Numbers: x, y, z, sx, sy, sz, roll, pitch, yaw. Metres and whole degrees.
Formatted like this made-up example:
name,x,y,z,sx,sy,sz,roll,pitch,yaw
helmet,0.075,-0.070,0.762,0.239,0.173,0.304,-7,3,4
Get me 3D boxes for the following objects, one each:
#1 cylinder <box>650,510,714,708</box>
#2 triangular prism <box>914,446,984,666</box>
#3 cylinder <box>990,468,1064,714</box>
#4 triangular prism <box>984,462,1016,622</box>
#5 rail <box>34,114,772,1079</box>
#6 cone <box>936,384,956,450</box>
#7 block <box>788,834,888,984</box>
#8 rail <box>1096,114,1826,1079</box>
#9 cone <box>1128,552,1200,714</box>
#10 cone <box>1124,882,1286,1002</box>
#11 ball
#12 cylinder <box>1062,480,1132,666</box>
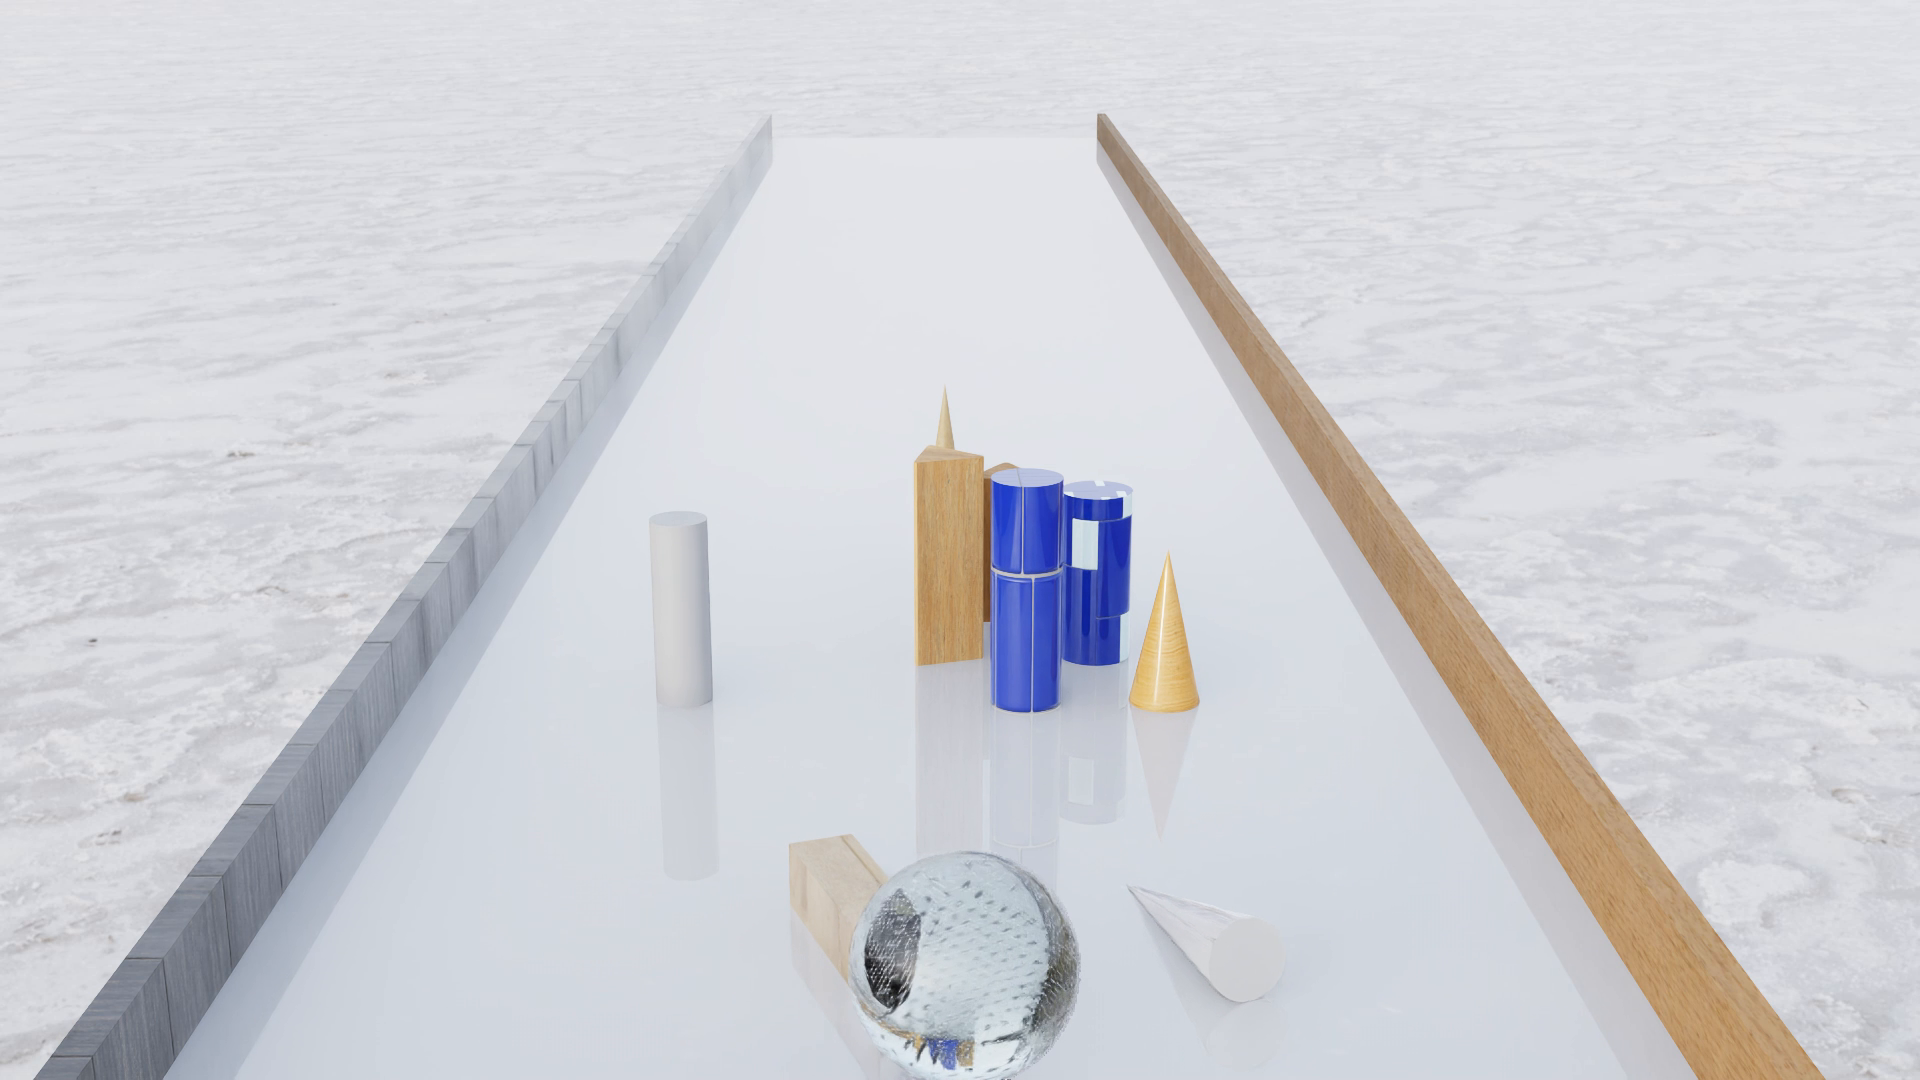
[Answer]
name,x,y,z,sx,sy,sz,roll,pitch,yaw
cylinder,-0.527,0.131,4.158,0.108,0.357,0.108,0,17,0
triangular prism,-0.041,0.027,4.403,0.142,0.418,0.123,-6,17,-18
cylinder,0.125,0.096,4.129,0.136,0.442,0.136,0,17,0
triangular prism,0.097,0.003,4.665,0.151,0.314,0.131,0,17,1
rail,-1.118,-0.838,7.780,0.050,0.150,12.000,0,17,-1
cone,-0.033,-0.131,4.882,0.133,0.447,0.133,0,17,0
block,-0.137,0.557,3.176,0.101,0.101,0.412,-6,18,-20
rail,0.932,-0.844,7.801,0.050,0.150,12.000,0,17,-1
cone,0.390,0.161,4.154,0.136,0.302,0.136,0,17,0
cone,0.328,0.559,3.243,0.121,0.121,0.403,-6,9,-20
ball,0.004,0.553,2.844,0.299,0.299,0.299,0,17,0
cylinder,0.271,0.066,4.402,0.143,0.344,0.143,0,17,0
